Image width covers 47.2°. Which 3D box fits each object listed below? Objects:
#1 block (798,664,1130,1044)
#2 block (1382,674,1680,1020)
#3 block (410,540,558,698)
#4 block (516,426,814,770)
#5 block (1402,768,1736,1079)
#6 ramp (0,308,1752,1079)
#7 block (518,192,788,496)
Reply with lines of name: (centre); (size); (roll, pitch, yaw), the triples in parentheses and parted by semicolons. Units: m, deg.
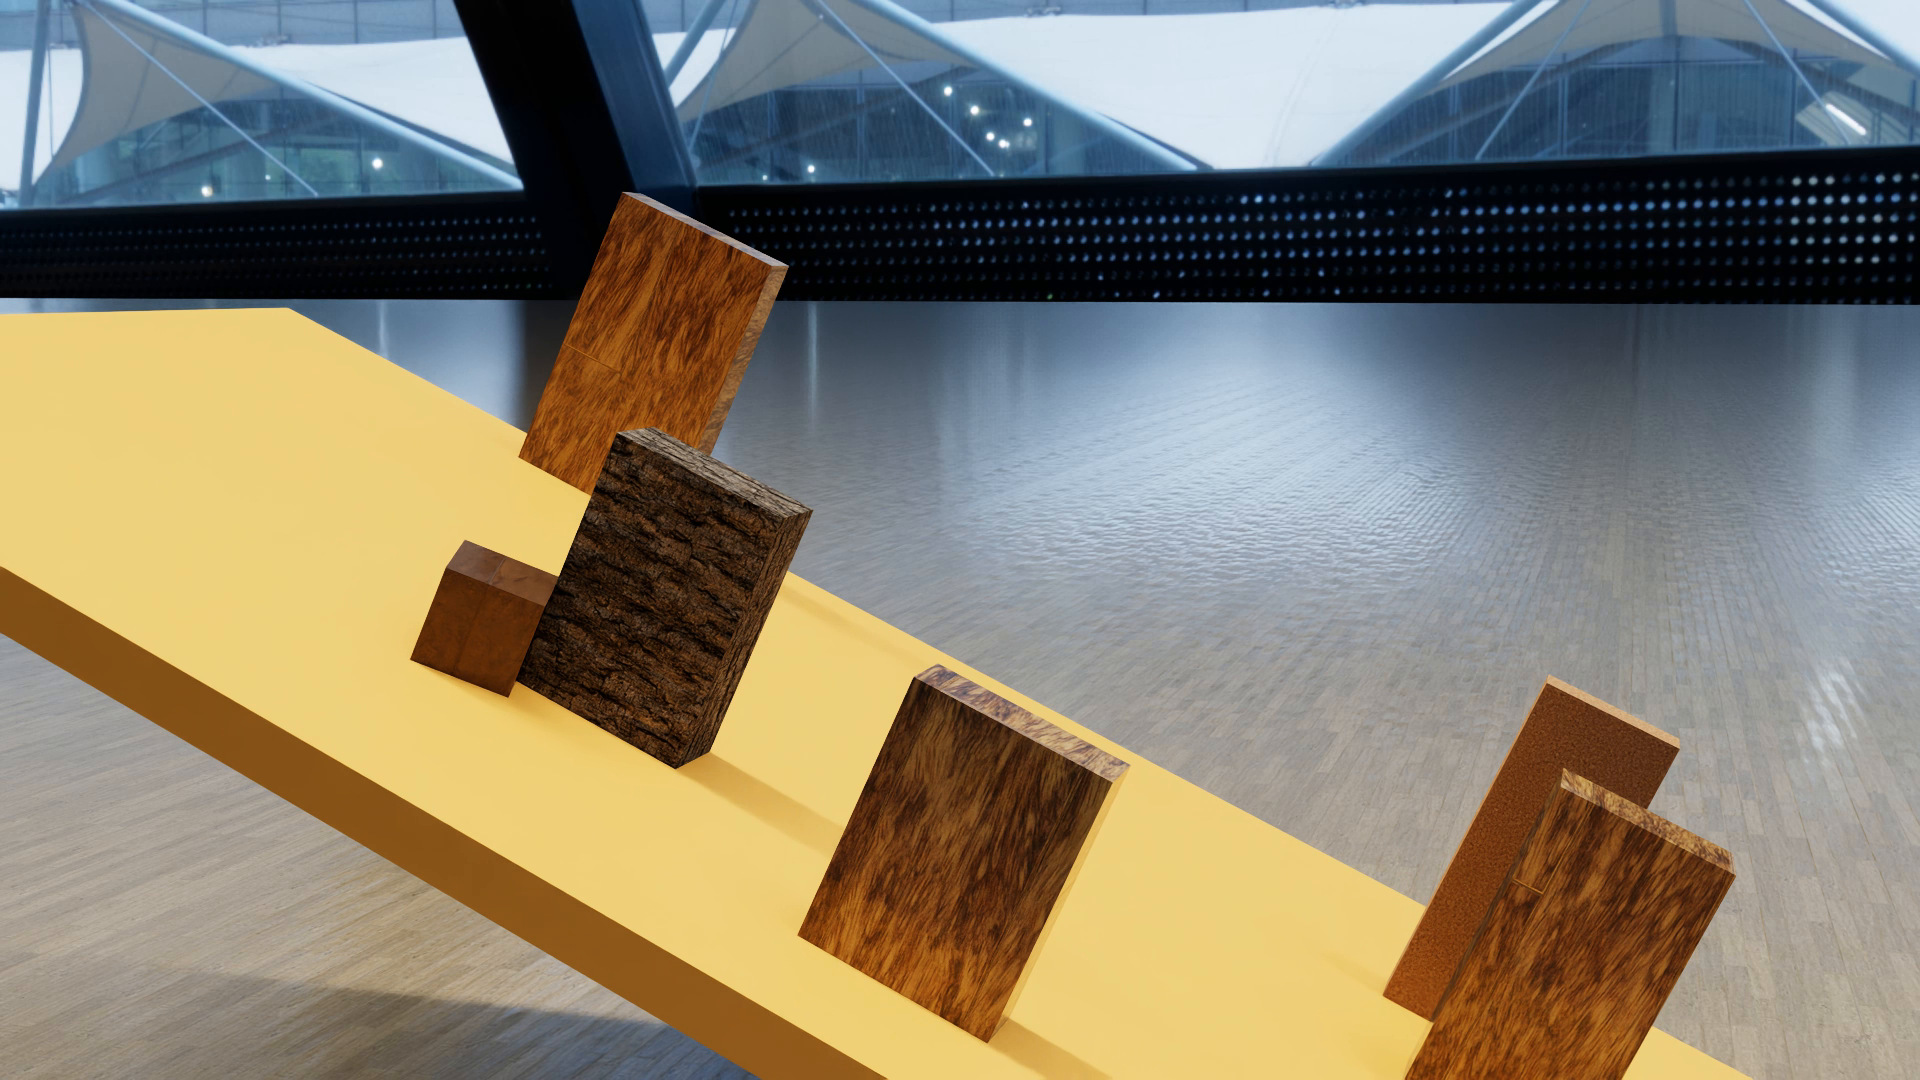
block: (0.004, 0.478, 3.378); (0.339, 0.459, 0.121); (27, 14, 12)
block: (1.078, 0.624, 4.170); (0.263, 0.690, 0.093); (27, 14, 12)
block: (-0.831, 0.136, 3.860); (0.180, 0.180, 0.180); (22, 13, -8)
block: (-0.520, 0.098, 3.870); (0.334, 0.490, 0.149); (27, 14, 12)
block: (1.049, 0.748, 3.813); (0.314, 0.611, 0.148); (27, 14, 12)
ramp: (-0.271, 0.464, 4.174); (4.000, 0.100, 2.000); (27, 14, 12)
block: (-0.715, -0.410, 5.096); (0.403, 0.674, 0.103); (27, 14, 12)
